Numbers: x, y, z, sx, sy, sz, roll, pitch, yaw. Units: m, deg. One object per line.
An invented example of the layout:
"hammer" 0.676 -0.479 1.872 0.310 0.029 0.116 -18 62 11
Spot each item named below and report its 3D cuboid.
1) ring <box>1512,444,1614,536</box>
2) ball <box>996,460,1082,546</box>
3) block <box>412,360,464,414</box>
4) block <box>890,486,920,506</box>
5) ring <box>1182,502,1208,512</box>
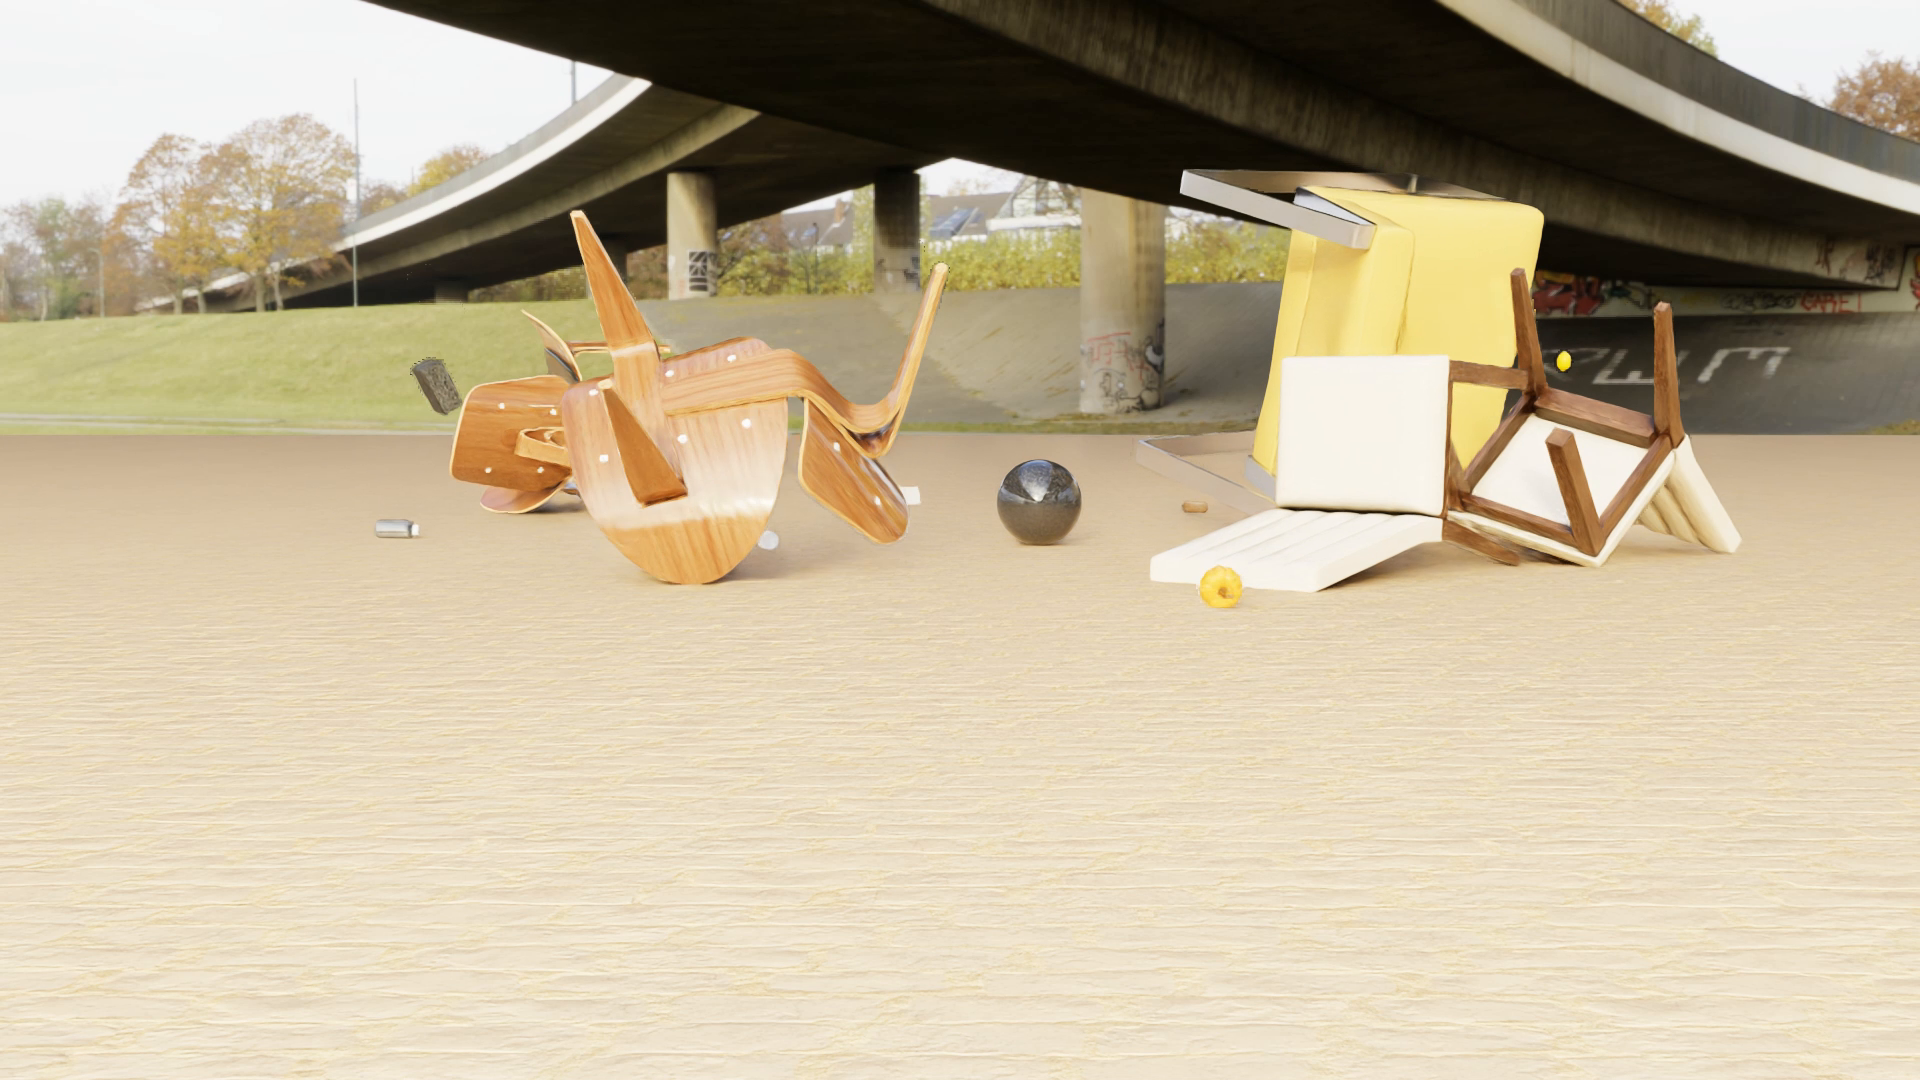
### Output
"ring" 1.845 -0.152 6.735 0.314 0.280 0.145 27 13 27
"ball" 0.228 -0.108 6.318 0.248 0.248 0.248 0 4 0
"block" -1.904 -0.559 8.016 0.077 0.178 0.144 -33 22 -22
"block" -0.211 -0.166 8.405 0.084 0.066 0.075 -5 -1 -39
"ring" 0.854 -0.117 7.996 0.101 0.036 0.053 2 4 25
